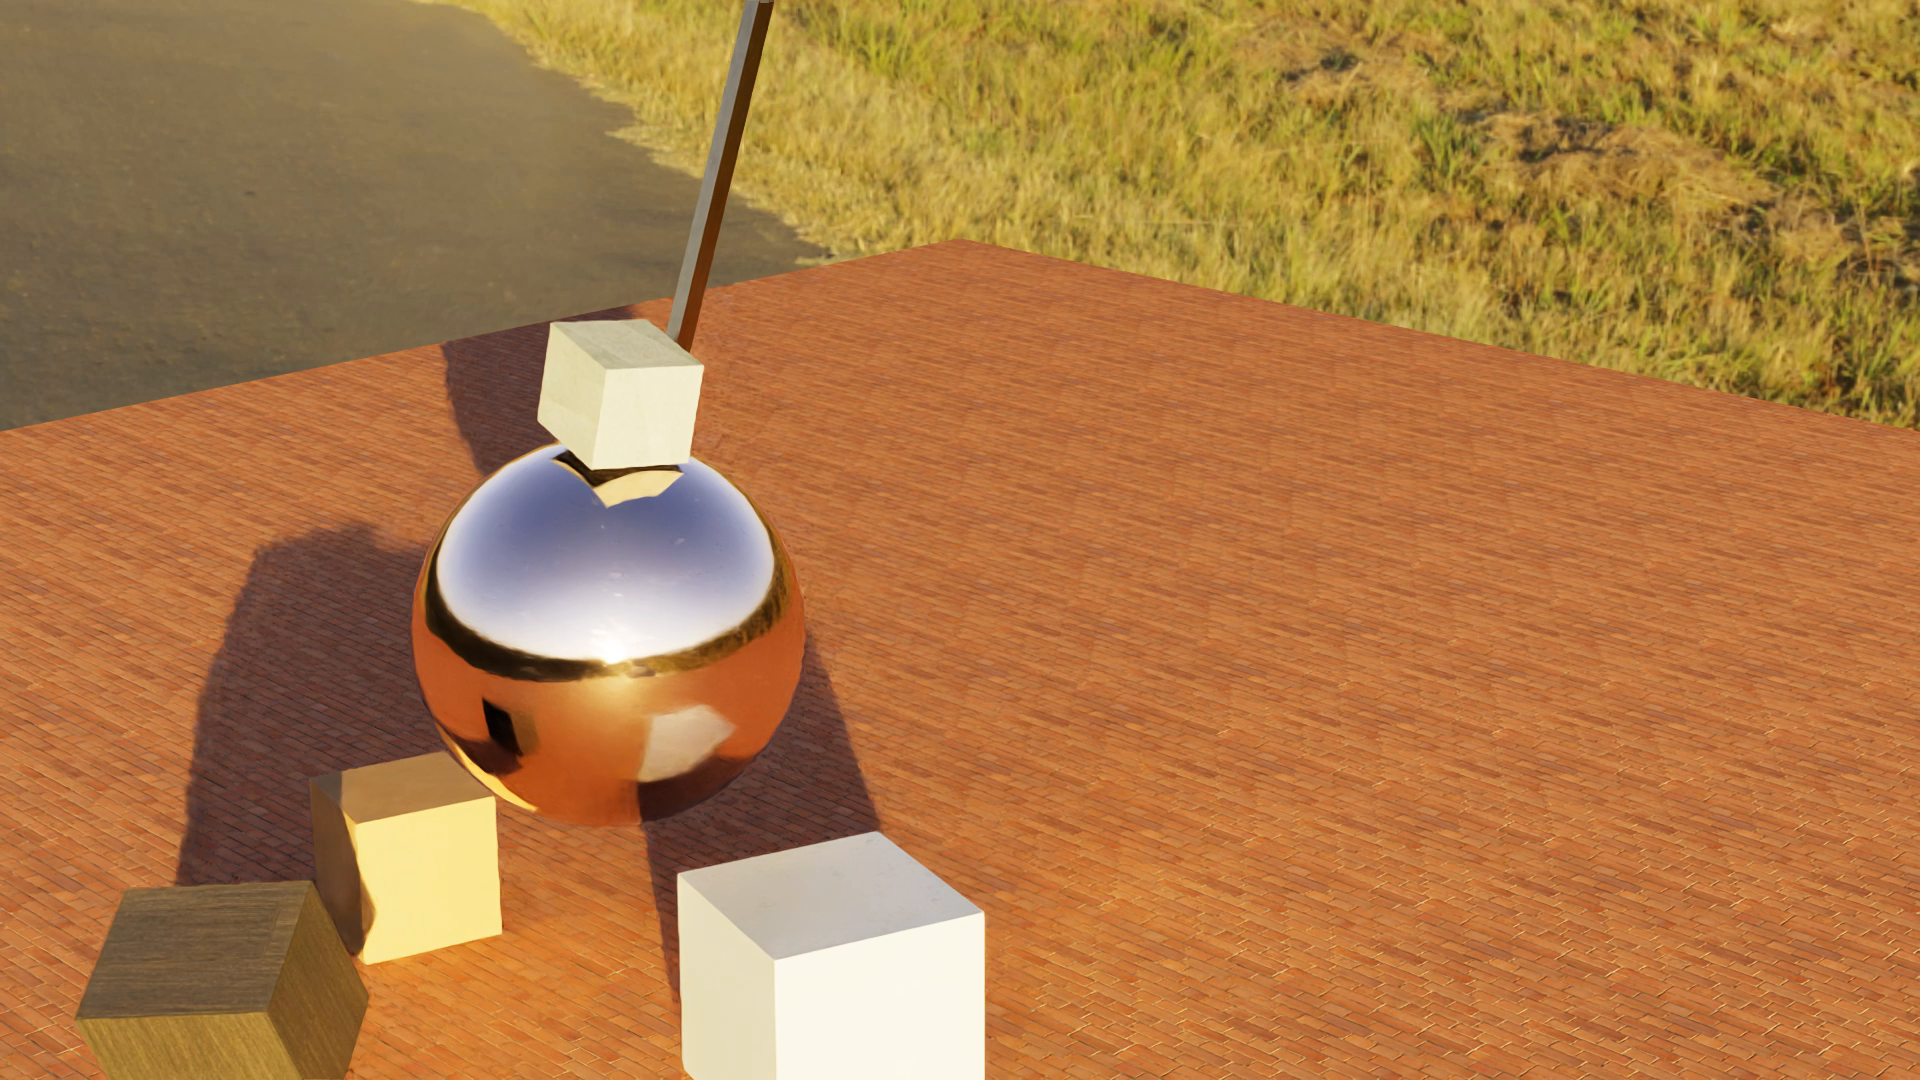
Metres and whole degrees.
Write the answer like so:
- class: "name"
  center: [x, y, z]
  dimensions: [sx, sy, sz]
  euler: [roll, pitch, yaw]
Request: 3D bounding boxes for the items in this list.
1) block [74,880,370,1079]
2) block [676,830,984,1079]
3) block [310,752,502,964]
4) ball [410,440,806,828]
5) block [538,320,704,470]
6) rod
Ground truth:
- class: "block"
  center: [-2.768, 1.769, 11.068]
  dimensions: [0.755, 0.701, 0.624]
  euler: [-4, 42, 11]
- class: "block"
  center: [-0.504, 1.753, 11.359]
  dimensions: [0.875, 0.844, 0.889]
  euler: [-9, 20, -27]
- class: "block"
  center: [-2.432, 1.384, 12.856]
  dimensions: [0.622, 0.651, 0.612]
  euler: [-10, 20, -29]
- class: "ball"
  center: [-1.431, 0.369, 11.958]
  dimensions: [1.600, 1.600, 1.600]
  euler: [0, 17, 0]
- class: "block"
  center: [-1.348, -0.581, 11.606]
  dimensions: [0.429, 0.420, 0.485]
  euler: [-5, 28, -35]
- class: "rod"
  center: [-0.620, -2.927, 11.772]
  dimensions: [0.080, 5.200, 0.080]
  euler: [17, 4, 42]
